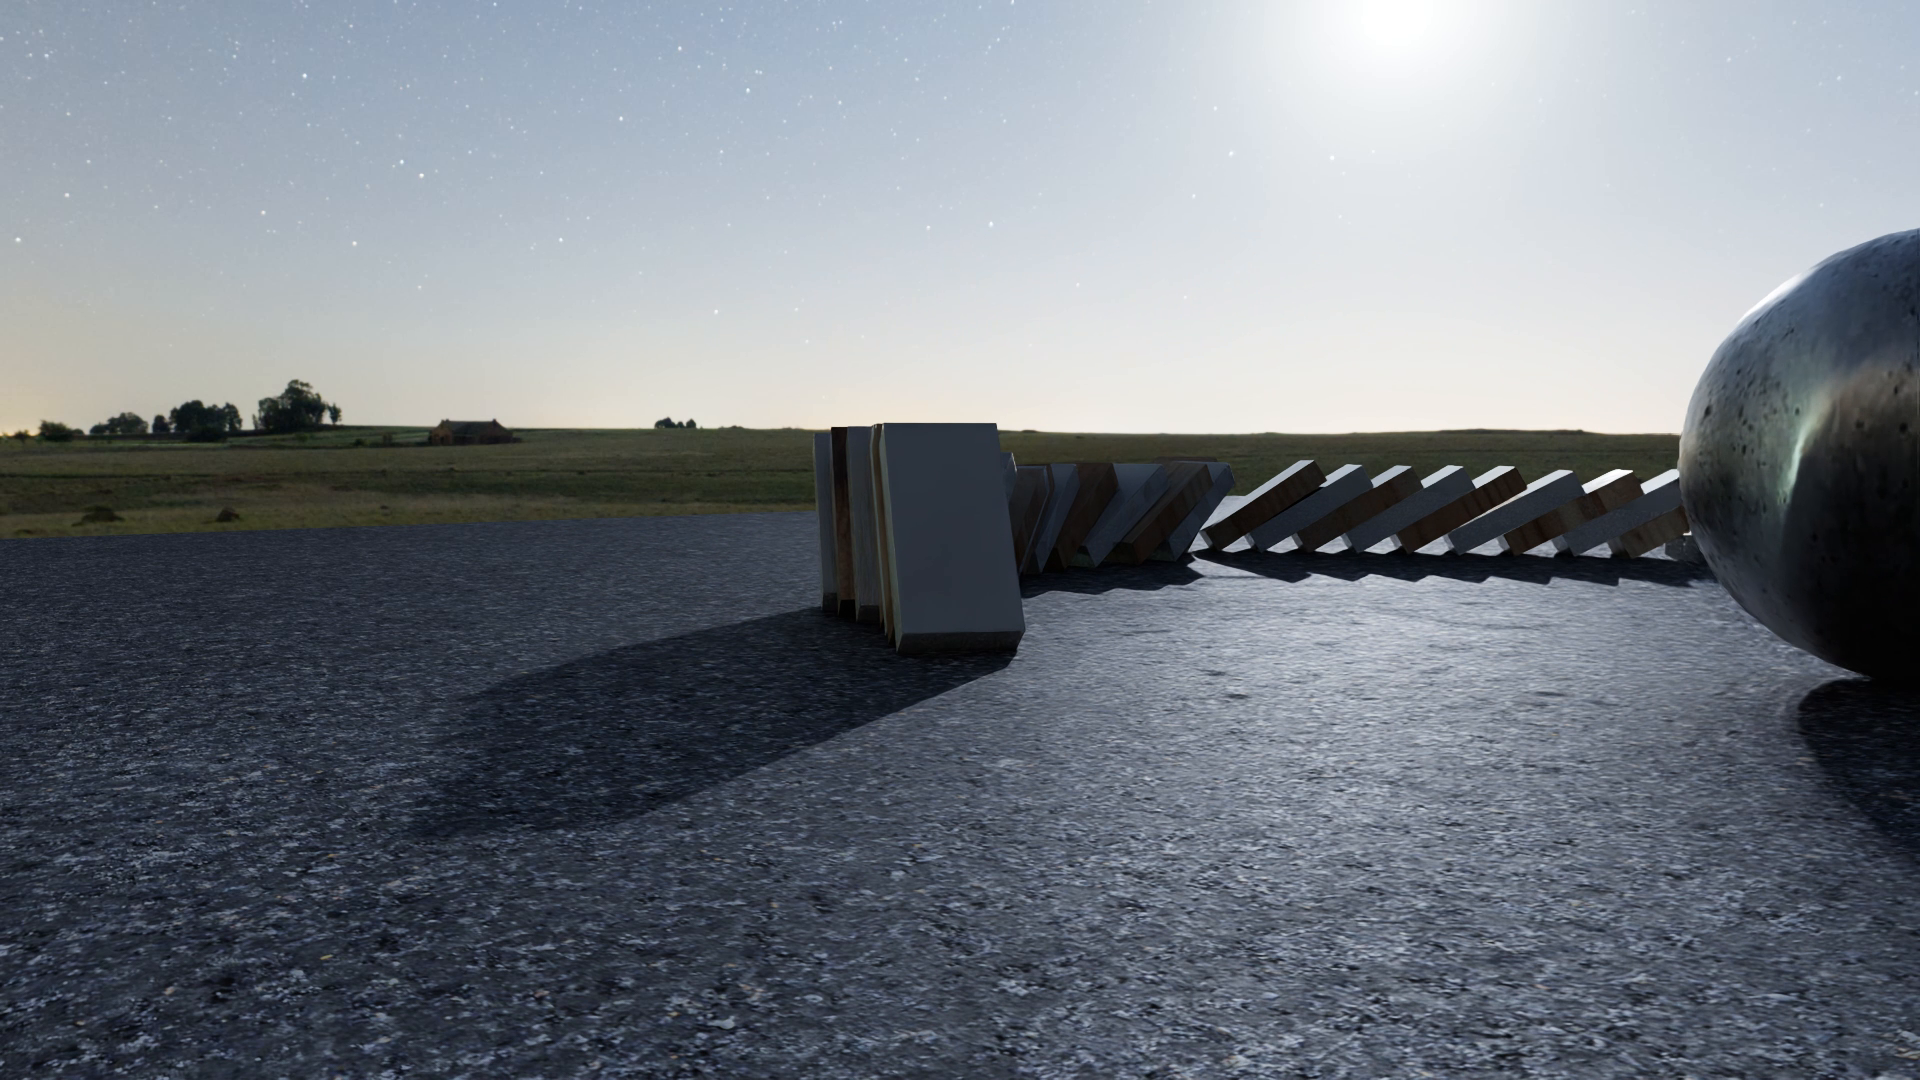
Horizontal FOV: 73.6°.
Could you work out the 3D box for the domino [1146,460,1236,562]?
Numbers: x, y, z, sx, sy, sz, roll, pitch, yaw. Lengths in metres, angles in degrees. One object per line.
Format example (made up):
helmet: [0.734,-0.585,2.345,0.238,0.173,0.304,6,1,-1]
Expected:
domino: [0.081,-0.012,0.484,0.025,0.009,0.050,5,40,41]

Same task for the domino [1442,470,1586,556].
domino: [0.212,-0.011,0.495,0.050,0.010,0.025,-29,-3,14]

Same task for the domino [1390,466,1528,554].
domino: [0.193,-0.012,0.501,0.050,0.010,0.025,-31,-1,10]

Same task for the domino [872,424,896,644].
domino: [-0.005,-0.002,0.282,0.025,0.050,0.010,-1,-29,-11]

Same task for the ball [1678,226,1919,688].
ball: [0.170,-0.014,0.222,0.080,0.080,0.080,0,4,0]

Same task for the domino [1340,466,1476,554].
domino: [0.174,-0.012,0.504,0.050,0.009,0.025,-31,0,9]

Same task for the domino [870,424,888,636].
domino: [-0.006,-0.003,0.293,0.025,0.050,0.009,-1,-29,-11]

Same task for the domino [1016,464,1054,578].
domino: [0.013,-0.007,0.419,0.025,0.009,0.050,0,37,19]

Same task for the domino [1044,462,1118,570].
domino: [0.034,-0.009,0.450,0.025,0.009,0.050,2,38,33]

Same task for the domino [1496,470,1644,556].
domino: [0.231,-0.010,0.490,0.050,0.010,0.025,-29,-2,14]

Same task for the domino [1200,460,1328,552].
domino: [0.120,-0.014,0.511,0.050,0.010,0.025,-34,1,4]

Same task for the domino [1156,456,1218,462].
domino: [0.083,-0.015,0.507,0.025,0.009,0.050,3,39,30]

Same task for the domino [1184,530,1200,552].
domino: [0.087,-0.013,0.523,0.025,0.010,0.050,2,33,29]

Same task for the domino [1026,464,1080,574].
domino: [0.022,-0.008,0.435,0.025,0.010,0.050,1,37,23]

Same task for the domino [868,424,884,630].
domino: [-0.007,-0.004,0.304,0.025,0.050,0.010,0,-29,-10]

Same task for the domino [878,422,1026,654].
domino: [-0.002,-0.001,0.271,0.025,0.050,0.009,-1,-29,-11]

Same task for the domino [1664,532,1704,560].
domino: [0.291,0.002,0.474,0.050,0.010,0.025,1,4,14]

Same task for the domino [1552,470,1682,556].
domino: [0.251,-0.010,0.486,0.050,0.010,0.025,-29,-2,12]

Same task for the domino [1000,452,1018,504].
domino: [-0.002,-0.005,0.368,0.025,0.010,0.050,2,46,18]

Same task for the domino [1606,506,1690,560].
domino: [0.269,-0.010,0.479,0.050,0.009,0.025,-29,-2,13]

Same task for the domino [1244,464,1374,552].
domino: [0.137,-0.013,0.510,0.050,0.009,0.025,-31,2,5]

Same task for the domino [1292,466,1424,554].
domino: [0.156,-0.012,0.507,0.050,0.009,0.025,-31,1,7]

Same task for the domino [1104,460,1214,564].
domino: [0.068,-0.011,0.471,0.025,0.009,0.050,8,42,46]

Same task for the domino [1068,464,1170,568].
domino: [0.051,-0.010,0.461,0.025,0.009,0.050,4,39,46]

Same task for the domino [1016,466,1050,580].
domino: [0.010,-0.005,0.401,0.025,0.010,0.050,1,37,18]

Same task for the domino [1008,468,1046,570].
domino: [0.008,-0.004,0.383,0.025,0.010,0.050,1,37,18]

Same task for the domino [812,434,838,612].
domino: [-0.025,-0.005,0.338,0.025,0.050,0.009,-1,-33,-10]

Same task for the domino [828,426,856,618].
domino: [-0.019,-0.005,0.325,0.025,0.050,0.009,-1,-29,-10]

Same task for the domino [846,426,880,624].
domino: [-0.014,-0.005,0.315,0.025,0.050,0.010,-1,-29,-10]
